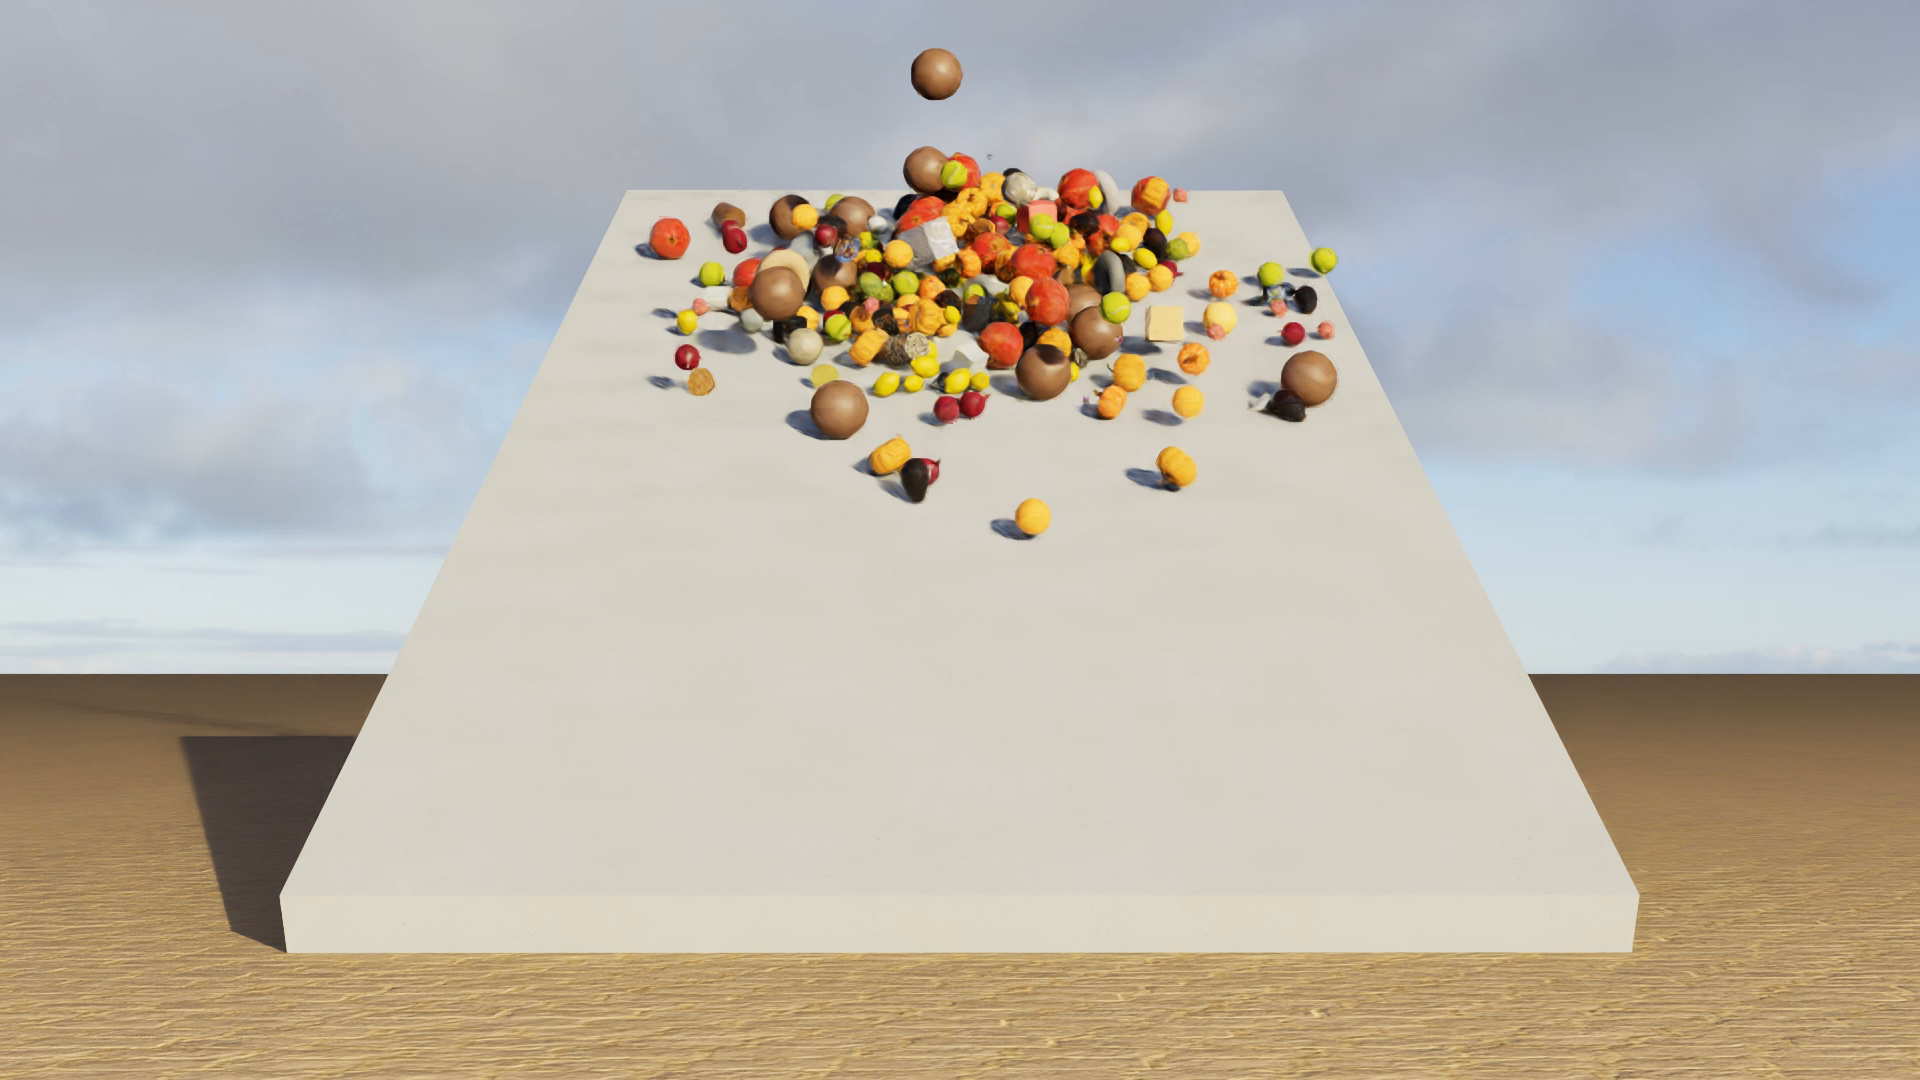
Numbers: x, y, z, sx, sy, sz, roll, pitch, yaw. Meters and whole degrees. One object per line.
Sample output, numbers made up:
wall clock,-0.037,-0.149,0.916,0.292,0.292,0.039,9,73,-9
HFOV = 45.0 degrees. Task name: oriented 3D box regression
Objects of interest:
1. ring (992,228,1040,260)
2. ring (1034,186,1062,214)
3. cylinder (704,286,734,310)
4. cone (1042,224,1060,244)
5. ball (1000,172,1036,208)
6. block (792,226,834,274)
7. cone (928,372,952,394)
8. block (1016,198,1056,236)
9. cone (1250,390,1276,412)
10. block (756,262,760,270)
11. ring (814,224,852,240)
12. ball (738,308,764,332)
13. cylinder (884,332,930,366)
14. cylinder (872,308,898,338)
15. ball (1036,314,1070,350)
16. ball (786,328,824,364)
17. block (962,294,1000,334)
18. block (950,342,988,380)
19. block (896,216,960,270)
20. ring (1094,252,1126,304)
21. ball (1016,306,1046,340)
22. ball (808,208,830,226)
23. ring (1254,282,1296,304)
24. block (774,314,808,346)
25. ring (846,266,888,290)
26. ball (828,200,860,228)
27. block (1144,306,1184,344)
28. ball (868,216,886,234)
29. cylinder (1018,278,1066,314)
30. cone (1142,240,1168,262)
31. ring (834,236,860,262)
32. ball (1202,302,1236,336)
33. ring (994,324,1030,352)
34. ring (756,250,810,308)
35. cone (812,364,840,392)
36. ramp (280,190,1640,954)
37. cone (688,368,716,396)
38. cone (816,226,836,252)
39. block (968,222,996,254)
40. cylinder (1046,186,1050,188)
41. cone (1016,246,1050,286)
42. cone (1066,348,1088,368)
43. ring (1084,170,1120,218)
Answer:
ring,0.154,-0.817,6.389,0.143,0.048,0.143,25,14,-6
ring,0.238,-0.981,6.769,0.117,0.117,0.039,0,-27,4
cylinder,-0.620,-0.622,5.968,0.061,0.061,0.061,4,-2,10
cone,0.237,-0.823,6.296,0.053,0.053,0.053,18,33,-12
ball,0.152,-0.910,6.027,0.092,0.092,0.092,0,-3,0
block,-0.397,-0.779,6.229,0.077,0.077,0.077,-31,-42,30
cone,-0.055,-0.364,5.413,0.050,0.050,0.050,-4,-5,39
block,0.209,-0.882,6.326,0.080,0.080,0.080,-9,19,-23
cone,0.684,-0.305,5.289,0.057,0.057,0.057,-26,-7,7
block,-0.501,-0.709,6.172,0.060,0.060,0.060,11,26,23
ring,-0.365,-0.870,6.545,0.123,0.041,0.123,1,10,0
ball,-0.523,-0.549,5.802,0.062,0.062,0.062,0,-3,0
cylinder,-0.126,-0.457,5.528,0.075,0.075,0.075,3,-3,-42
cylinder,-0.182,-0.527,5.645,0.055,0.055,0.055,-1,-31,13
ball,0.228,-0.510,5.685,0.086,0.086,0.086,0,-3,0
ball,-0.374,-0.467,5.577,0.090,0.090,0.090,0,-3,0
block,0.053,-0.569,5.823,0.069,0.069,0.069,13,27,19
block,0.022,-0.425,5.499,0.057,0.057,0.057,-24,56,-41
block,-0.083,-0.761,5.943,0.098,0.098,0.098,-17,8,42
ring,0.388,-0.682,6.015,0.046,0.137,0.137,-9,0,-20
ball,0.178,-0.538,5.754,0.081,0.081,0.081,0,-3,0
ball,-0.401,-0.920,6.651,0.067,0.067,0.067,0,-3,0
ring,0.816,-0.639,6.002,0.108,0.036,0.108,-12,-4,-1
block,-0.418,-0.519,5.736,0.060,0.060,0.060,15,28,31
ring,-0.249,-0.699,6.179,0.115,0.038,0.115,1,27,-1
ball,-0.330,-0.927,6.619,0.090,0.090,0.090,0,-3,0
block,0.492,-0.520,5.602,0.080,0.080,0.080,1,-1,-5
ball,-0.219,-0.834,6.139,0.051,0.051,0.051,0,-3,0
cylinder,0.211,-0.619,5.933,0.088,0.088,0.088,-3,17,42
cone,0.549,-0.783,6.373,0.067,0.067,0.067,25,-15,-29
ring,-0.286,-0.737,5.878,0.076,0.076,0.025,-2,-31,37
ball,0.648,-0.553,5.786,0.086,0.086,0.086,0,-3,0
ring,0.126,-0.495,5.687,0.092,0.092,0.031,-1,-44,14
ring,-0.445,-0.655,5.811,0.149,0.149,0.050,2,17,-34
cone,-0.315,-0.378,5.447,0.066,0.066,0.066,0,-3,0
ramp,-0.008,-0.227,5.263,2.000,0.100,4.000,0,23,0
cone,-0.587,-0.363,5.409,0.069,0.069,0.069,-2,-6,26
cone,-0.356,-0.824,6.341,0.083,0.083,0.083,2,-4,-31
block,0.067,-0.842,6.444,0.058,0.058,0.058,12,-41,31
cylinder,0.250,-1.014,6.879,0.060,0.060,0.060,-1,23,10
cone,0.201,-0.741,6.187,0.097,0.097,0.097,5,30,-3
cone,0.270,-0.430,5.578,0.053,0.053,0.053,-21,-15,36
ring,0.413,-1.010,6.772,0.049,0.146,0.146,-24,8,-25
